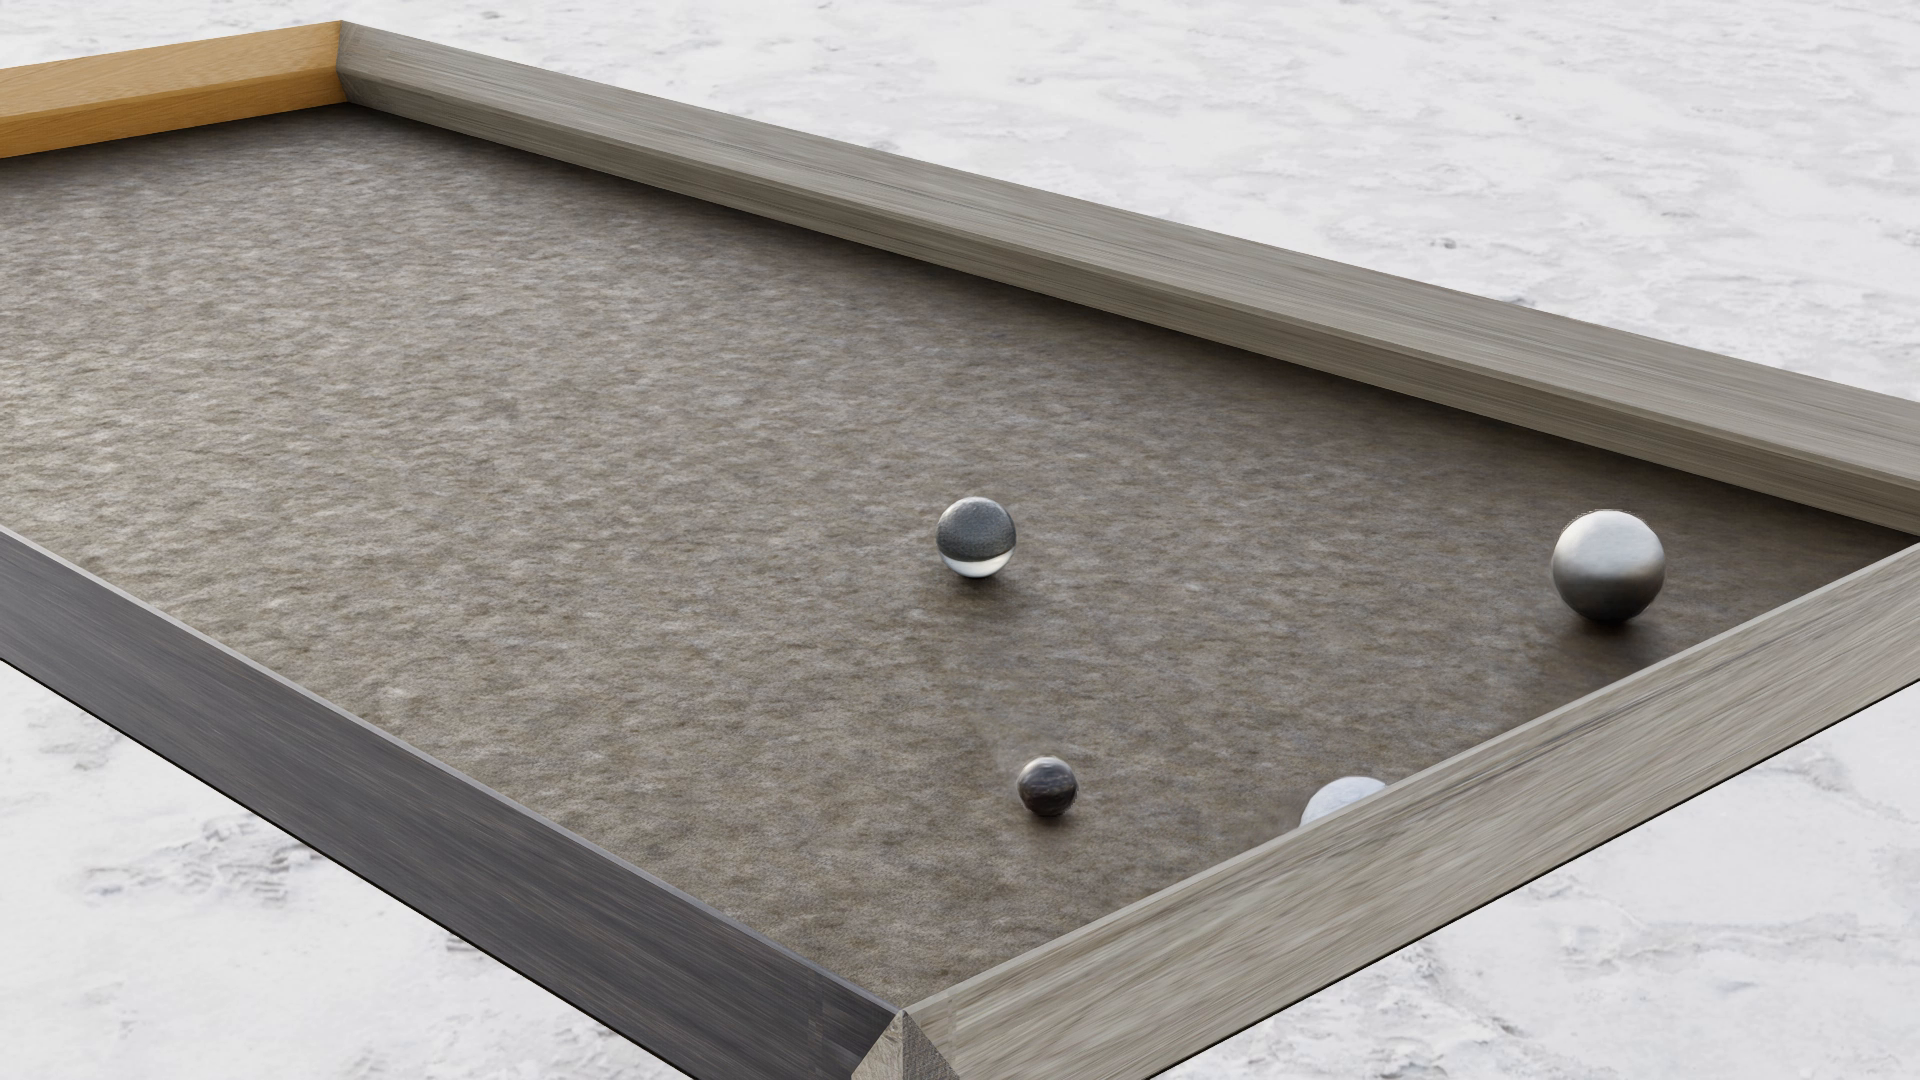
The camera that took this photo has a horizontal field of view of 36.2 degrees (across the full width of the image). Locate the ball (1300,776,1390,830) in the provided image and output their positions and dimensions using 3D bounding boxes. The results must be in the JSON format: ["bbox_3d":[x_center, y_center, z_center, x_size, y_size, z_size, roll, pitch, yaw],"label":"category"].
[{"bbox_3d":[0.289,0.214,2.135,0.085,0.085,0.085,0,20,0],"label":"ball"}]

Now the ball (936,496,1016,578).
[{"bbox_3d":[0.015,-0.002,2.734,0.076,0.076,0.076,0,20,0],"label":"ball"}]

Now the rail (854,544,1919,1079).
[{"bbox_3d":[0.496,0.153,2.233,1.500,0.130,0.045,-18,27,-40],"label":"rail"}]

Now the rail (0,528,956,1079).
[{"bbox_3d":[-1.041,-0.046,2.771,0.045,0.130,2.990,-18,27,-40],"label":"rail"}]

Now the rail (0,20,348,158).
[{"bbox_3d":[-1.521,-0.589,4.242,1.500,0.130,0.045,-18,27,-40],"label":"rail"}]

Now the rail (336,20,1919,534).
[{"bbox_3d":[0.016,-0.391,3.705,0.045,0.130,2.990,-18,27,-40],"label":"rail"}]

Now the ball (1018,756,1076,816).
[{"bbox_3d":[0.067,0.189,2.260,0.045,0.045,0.045,0,20,0],"label":"ball"}]

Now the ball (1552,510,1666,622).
[{"bbox_3d":[0.580,0.024,2.629,0.100,0.100,0.100,0,20,0],"label":"ball"}]
